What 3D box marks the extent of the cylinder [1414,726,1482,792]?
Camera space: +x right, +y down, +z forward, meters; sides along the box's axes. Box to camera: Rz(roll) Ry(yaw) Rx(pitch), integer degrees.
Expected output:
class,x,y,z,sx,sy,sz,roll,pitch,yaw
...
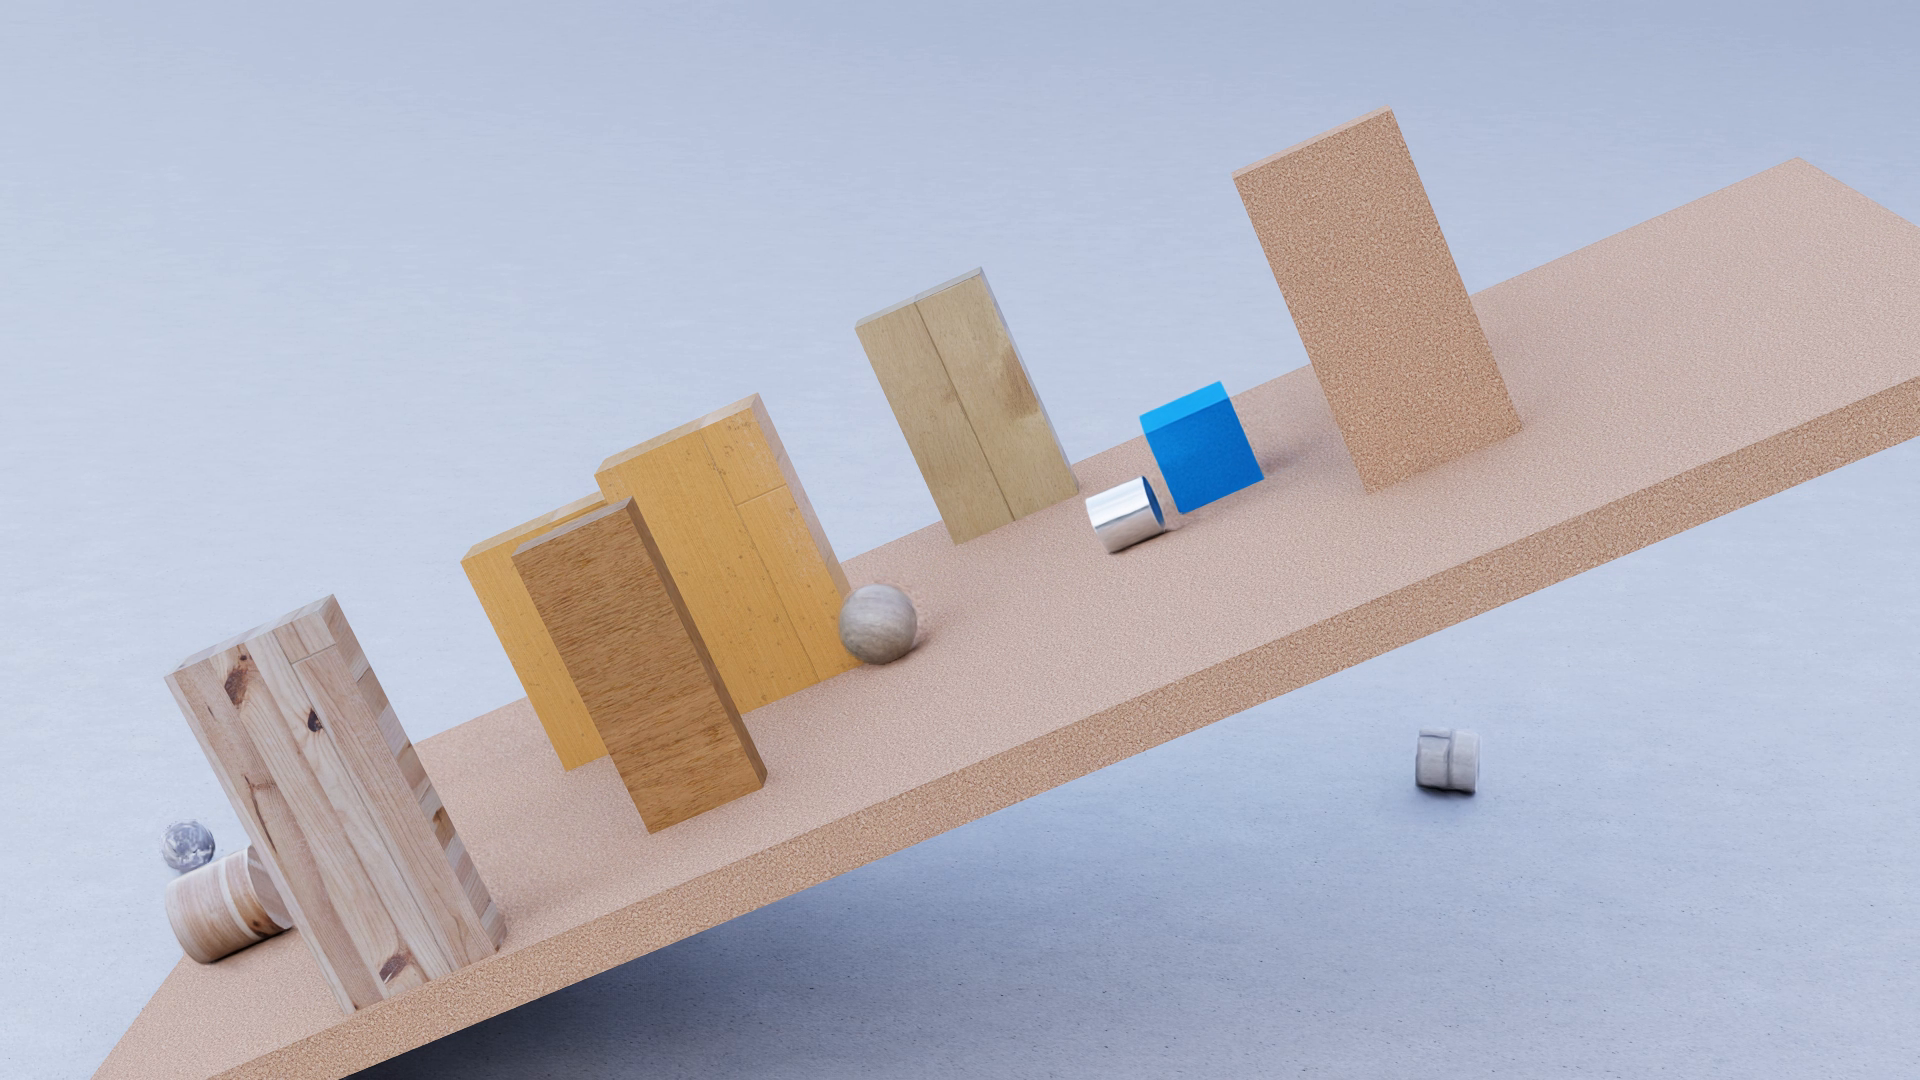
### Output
class,x,y,z,sx,sy,sz,roll,pitch,yaw
cylinder,1.293,0.581,7.784,0.156,0.156,0.156,7,16,15

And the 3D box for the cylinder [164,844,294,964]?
class,x,y,z,sx,sy,sz,roll,pitch,yaw
cylinder,-1.569,0.782,6.317,0.197,0.197,0.197,-24,14,5

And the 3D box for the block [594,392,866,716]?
class,x,y,z,sx,sy,sz,roll,pitch,yaw
block,-0.480,0.041,6.333,0.368,0.608,0.149,-23,13,8

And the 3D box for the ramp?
class,x,y,z,sx,sy,sz,roll,pitch,yaw
ramp,0.132,0.170,6.284,4.000,0.100,2.000,-23,13,8

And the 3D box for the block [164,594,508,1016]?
class,x,y,z,sx,sy,sz,roll,pitch,yaw
block,-1.158,0.498,5.487,0.323,0.729,0.109,-23,13,8

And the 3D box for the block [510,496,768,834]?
class,x,y,z,sx,sy,sz,roll,pitch,yaw
block,-0.622,0.247,5.747,0.247,0.619,0.092,-23,13,8

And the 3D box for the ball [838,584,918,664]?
class,x,y,z,sx,sy,sz,roll,pitch,yaw
ball,-0.172,0.176,6.218,0.168,0.168,0.168,0,15,0

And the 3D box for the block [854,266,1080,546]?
class,x,y,z,sx,sy,sz,roll,pitch,yaw
block,0.019,-0.313,6.912,0.319,0.571,0.102,-23,13,8

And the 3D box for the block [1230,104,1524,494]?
class,x,y,z,sx,sy,sz,roll,pitch,yaw
block,0.820,-0.468,5.776,0.330,0.689,0.082,-23,13,8

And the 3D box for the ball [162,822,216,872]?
class,x,y,z,sx,sy,sz,roll,pitch,yaw
ball,-1.890,0.752,7.206,0.126,0.126,0.126,0,15,0

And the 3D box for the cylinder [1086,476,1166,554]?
class,x,y,z,sx,sy,sz,roll,pitch,yaw
cylinder,0.353,-0.054,6.253,0.129,0.129,0.129,-22,11,12

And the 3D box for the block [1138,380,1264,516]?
class,x,y,z,sx,sy,sz,roll,pitch,yaw
block,0.522,-0.201,6.380,0.195,0.195,0.195,-24,13,5

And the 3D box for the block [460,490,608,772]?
class,x,y,z,sx,sy,sz,roll,pitch,yaw
block,-0.800,0.187,6.522,0.398,0.529,0.136,-23,13,8
